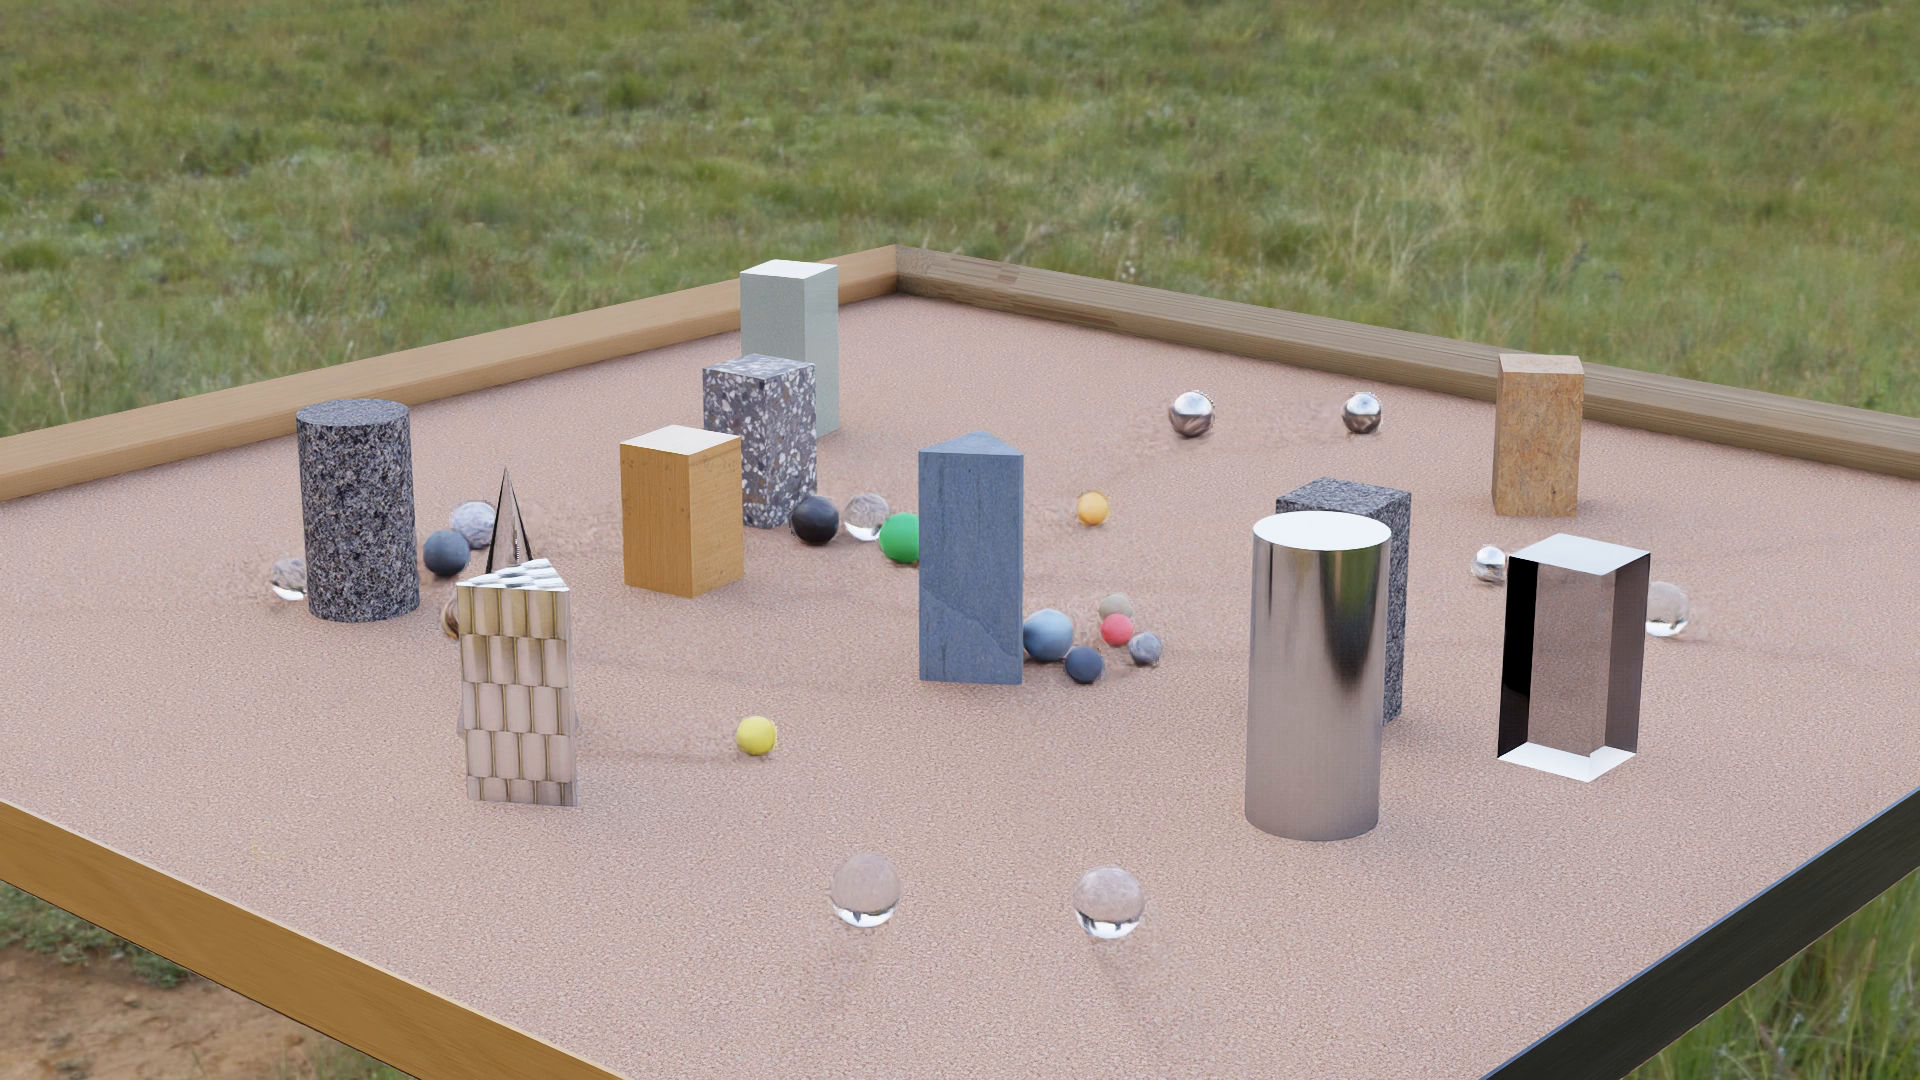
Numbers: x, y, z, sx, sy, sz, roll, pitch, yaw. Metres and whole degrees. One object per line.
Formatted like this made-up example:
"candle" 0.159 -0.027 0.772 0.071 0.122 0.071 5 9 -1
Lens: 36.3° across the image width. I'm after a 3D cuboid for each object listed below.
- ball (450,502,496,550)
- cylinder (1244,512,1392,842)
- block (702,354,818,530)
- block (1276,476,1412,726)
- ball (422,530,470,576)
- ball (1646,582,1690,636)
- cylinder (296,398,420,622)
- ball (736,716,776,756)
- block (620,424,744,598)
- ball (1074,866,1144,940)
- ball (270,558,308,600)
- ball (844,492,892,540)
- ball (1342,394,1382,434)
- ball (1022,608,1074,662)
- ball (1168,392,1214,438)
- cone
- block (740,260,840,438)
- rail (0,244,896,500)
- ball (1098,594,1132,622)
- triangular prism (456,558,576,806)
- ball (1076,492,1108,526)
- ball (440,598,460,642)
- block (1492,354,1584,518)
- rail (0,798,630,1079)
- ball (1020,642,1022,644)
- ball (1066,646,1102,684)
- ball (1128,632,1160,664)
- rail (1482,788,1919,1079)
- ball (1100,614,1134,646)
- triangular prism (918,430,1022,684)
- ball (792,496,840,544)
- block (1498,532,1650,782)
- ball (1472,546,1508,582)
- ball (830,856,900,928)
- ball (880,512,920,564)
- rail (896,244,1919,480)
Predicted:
"ball" -0.887 -0.026 5.369 0.089 0.089 0.089 0 17 0
"cylinder" 0.497 0.188 4.085 0.188 0.422 0.188 0 17 0
"block" -0.378 -0.188 5.556 0.150 0.291 0.150 12 20 34
"block" 0.579 0.104 4.473 0.150 0.358 0.150 11 20 33
"ball" -0.915 0.023 5.218 0.083 0.083 0.083 0 17 0
"ball" 1.173 0.116 4.897 0.091 0.091 0.091 0 17 0
"cylinder" -1.028 -0.052 5.012 0.188 0.344 0.188 0 17 0
"ball" -0.304 0.292 4.369 0.059 0.059 0.059 0 17 0
"block" -0.488 -0.052 5.160 0.150 0.259 0.150 10 20 31
"ball" 0.190 0.464 3.745 0.092 0.092 0.092 0 17 0
"ball" -1.156 0.067 5.078 0.074 0.074 0.074 0 17 0
"ball" -0.170 -0.043 5.425 0.089 0.089 0.089 0 17 0
"ball" 0.845 -0.265 6.167 0.084 0.084 0.084 0 17 0
"ball" 0.142 0.155 4.776 0.086 0.086 0.086 0 17 0
"ball" 0.484 -0.262 6.140 0.094 0.094 0.094 0 17 0
"cone" -0.677 0.085 4.433 0.188 0.418 0.188 0 17 0
"block" -0.355 -0.396 6.143 0.150 0.349 0.150 8 18 24
"rail" -1.327 -0.303 6.224 0.045 0.122 3.598 14 22 39
"ball" 0.263 0.120 4.941 0.057 0.057 0.057 0 17 0
"triangular prism" -0.614 0.201 4.214 0.163 0.323 0.141 3 17 10
"ball" 0.249 -0.058 5.523 0.062 0.062 0.062 0 17 0
"ball" -0.825 0.131 4.872 0.077 0.077 0.077 0 17 0
"block" 1.106 -0.201 5.618 0.150 0.280 0.150 2 17 7
"rail" -1.164 0.419 3.838 3.563 0.122 0.045 14 22 39
"ball" 0.075 0.160 4.814 0.055 0.055 0.055 0 17 0
"ball" 0.198 0.199 4.676 0.060 0.060 0.060 0 17 0
"ball" 0.300 0.176 4.764 0.051 0.051 0.051 0 17 0
"rail" 1.327 0.364 4.018 0.045 0.122 3.598 14 22 39
"ball" 0.260 0.148 4.853 0.054 0.054 0.054 0 17 0
"triangular prism" 0.026 0.025 4.697 0.163 0.379 0.141 2 17 7
"ball" -0.266 -0.037 5.402 0.090 0.090 0.090 0 17 0
"block" 0.905 0.171 4.325 0.150 0.316 0.150 14 21 38
"ball" 0.937 0.043 5.184 0.063 0.063 0.063 0 17 0
"ball" -0.122 0.454 3.779 0.091 0.091 0.091 0 17 0
"ball" -0.100 -0.003 5.289 0.091 0.091 0.091 0 17 0
"rail" 1.164 -0.357 6.404 3.563 0.122 0.045 14 22 39
